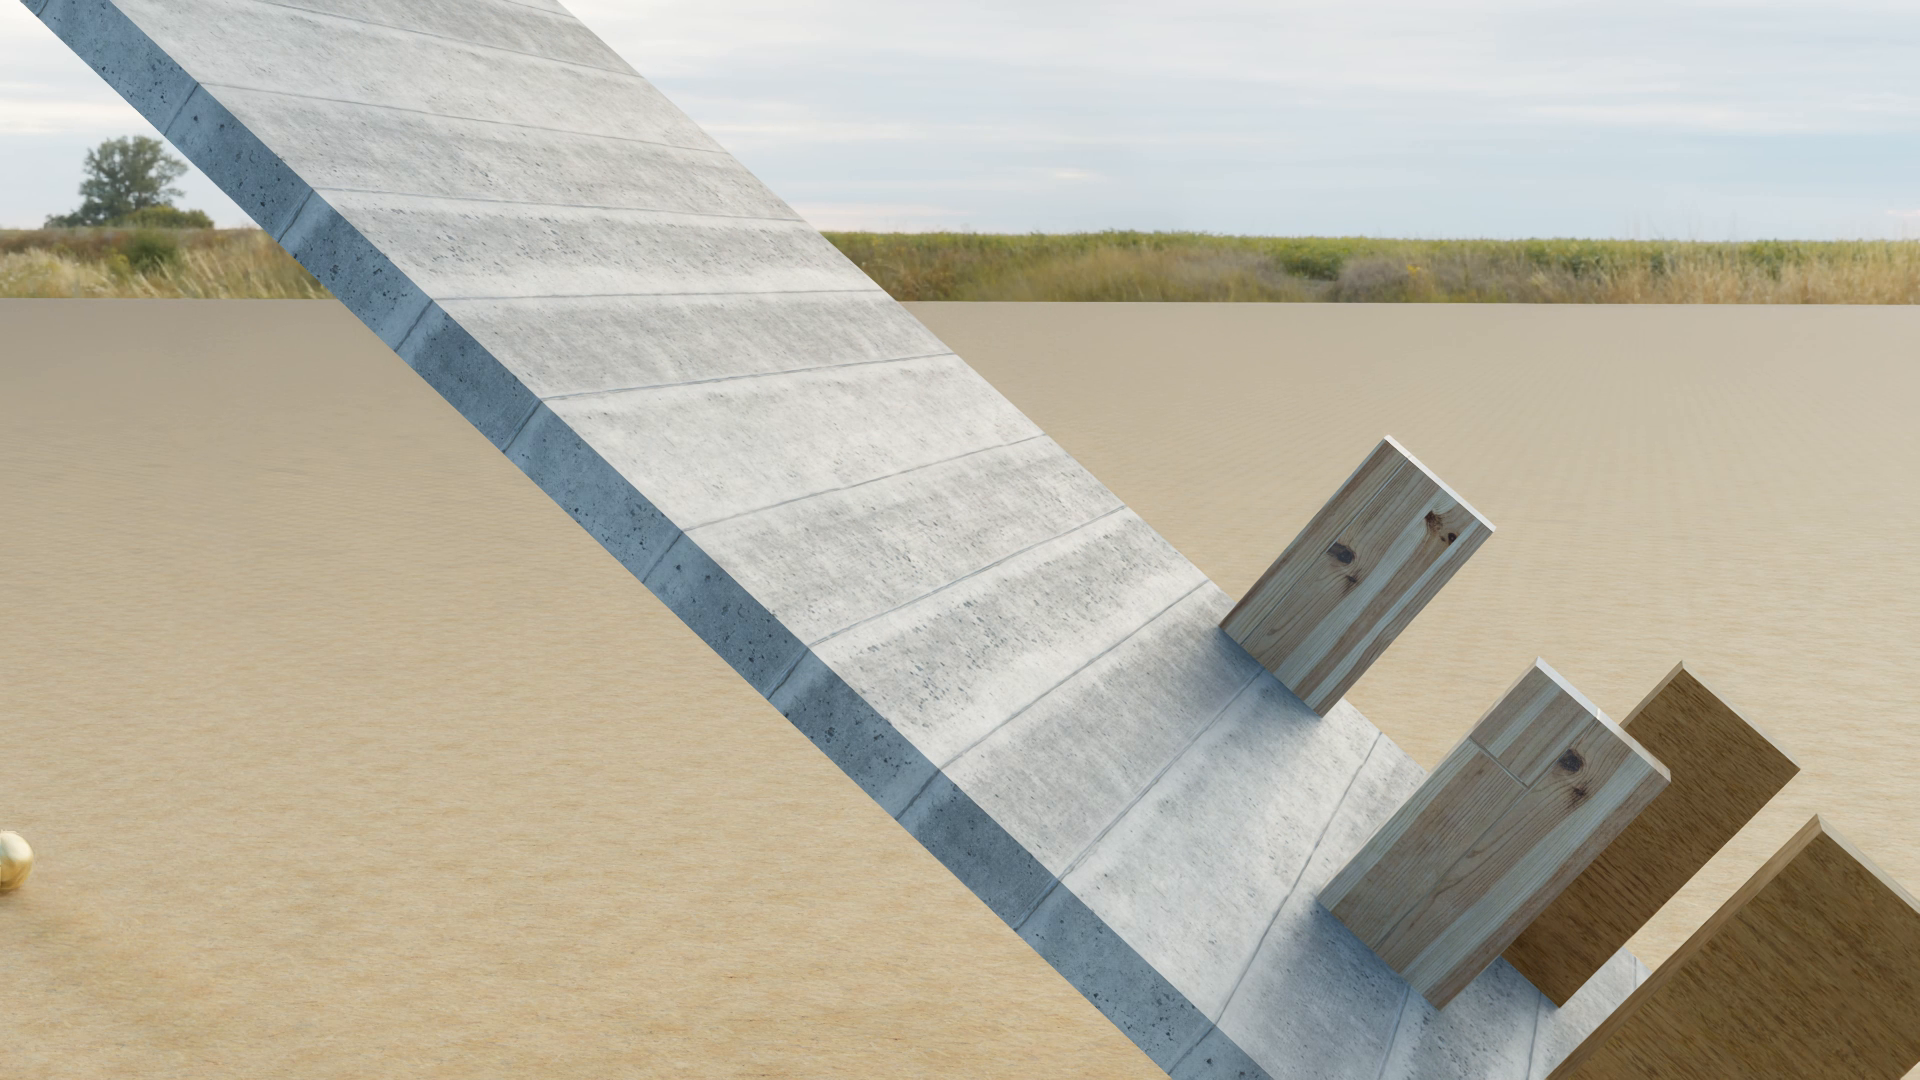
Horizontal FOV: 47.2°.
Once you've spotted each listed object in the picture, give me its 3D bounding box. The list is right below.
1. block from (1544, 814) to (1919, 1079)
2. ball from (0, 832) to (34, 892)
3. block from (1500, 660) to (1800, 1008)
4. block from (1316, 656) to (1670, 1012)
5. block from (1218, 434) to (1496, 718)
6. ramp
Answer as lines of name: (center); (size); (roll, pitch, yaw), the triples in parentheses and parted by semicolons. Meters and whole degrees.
block: (1.014, 0.726, 2.957); (0.288, 0.709, 0.098); (42, 16, 8)
ball: (-2.876, 0.967, 6.602); (0.179, 0.179, 0.179); (0, 7, 0)
block: (1.216, 0.542, 4.048); (0.267, 0.621, 0.098); (42, 16, 8)
block: (0.866, 0.482, 3.593); (0.274, 0.534, 0.090); (42, 16, 8)
block: (0.827, 0.077, 4.597); (0.292, 0.527, 0.093); (42, 16, 8)
ramp: (0.010, 0.036, 4.036); (4.000, 0.100, 2.000); (42, 16, 8)
